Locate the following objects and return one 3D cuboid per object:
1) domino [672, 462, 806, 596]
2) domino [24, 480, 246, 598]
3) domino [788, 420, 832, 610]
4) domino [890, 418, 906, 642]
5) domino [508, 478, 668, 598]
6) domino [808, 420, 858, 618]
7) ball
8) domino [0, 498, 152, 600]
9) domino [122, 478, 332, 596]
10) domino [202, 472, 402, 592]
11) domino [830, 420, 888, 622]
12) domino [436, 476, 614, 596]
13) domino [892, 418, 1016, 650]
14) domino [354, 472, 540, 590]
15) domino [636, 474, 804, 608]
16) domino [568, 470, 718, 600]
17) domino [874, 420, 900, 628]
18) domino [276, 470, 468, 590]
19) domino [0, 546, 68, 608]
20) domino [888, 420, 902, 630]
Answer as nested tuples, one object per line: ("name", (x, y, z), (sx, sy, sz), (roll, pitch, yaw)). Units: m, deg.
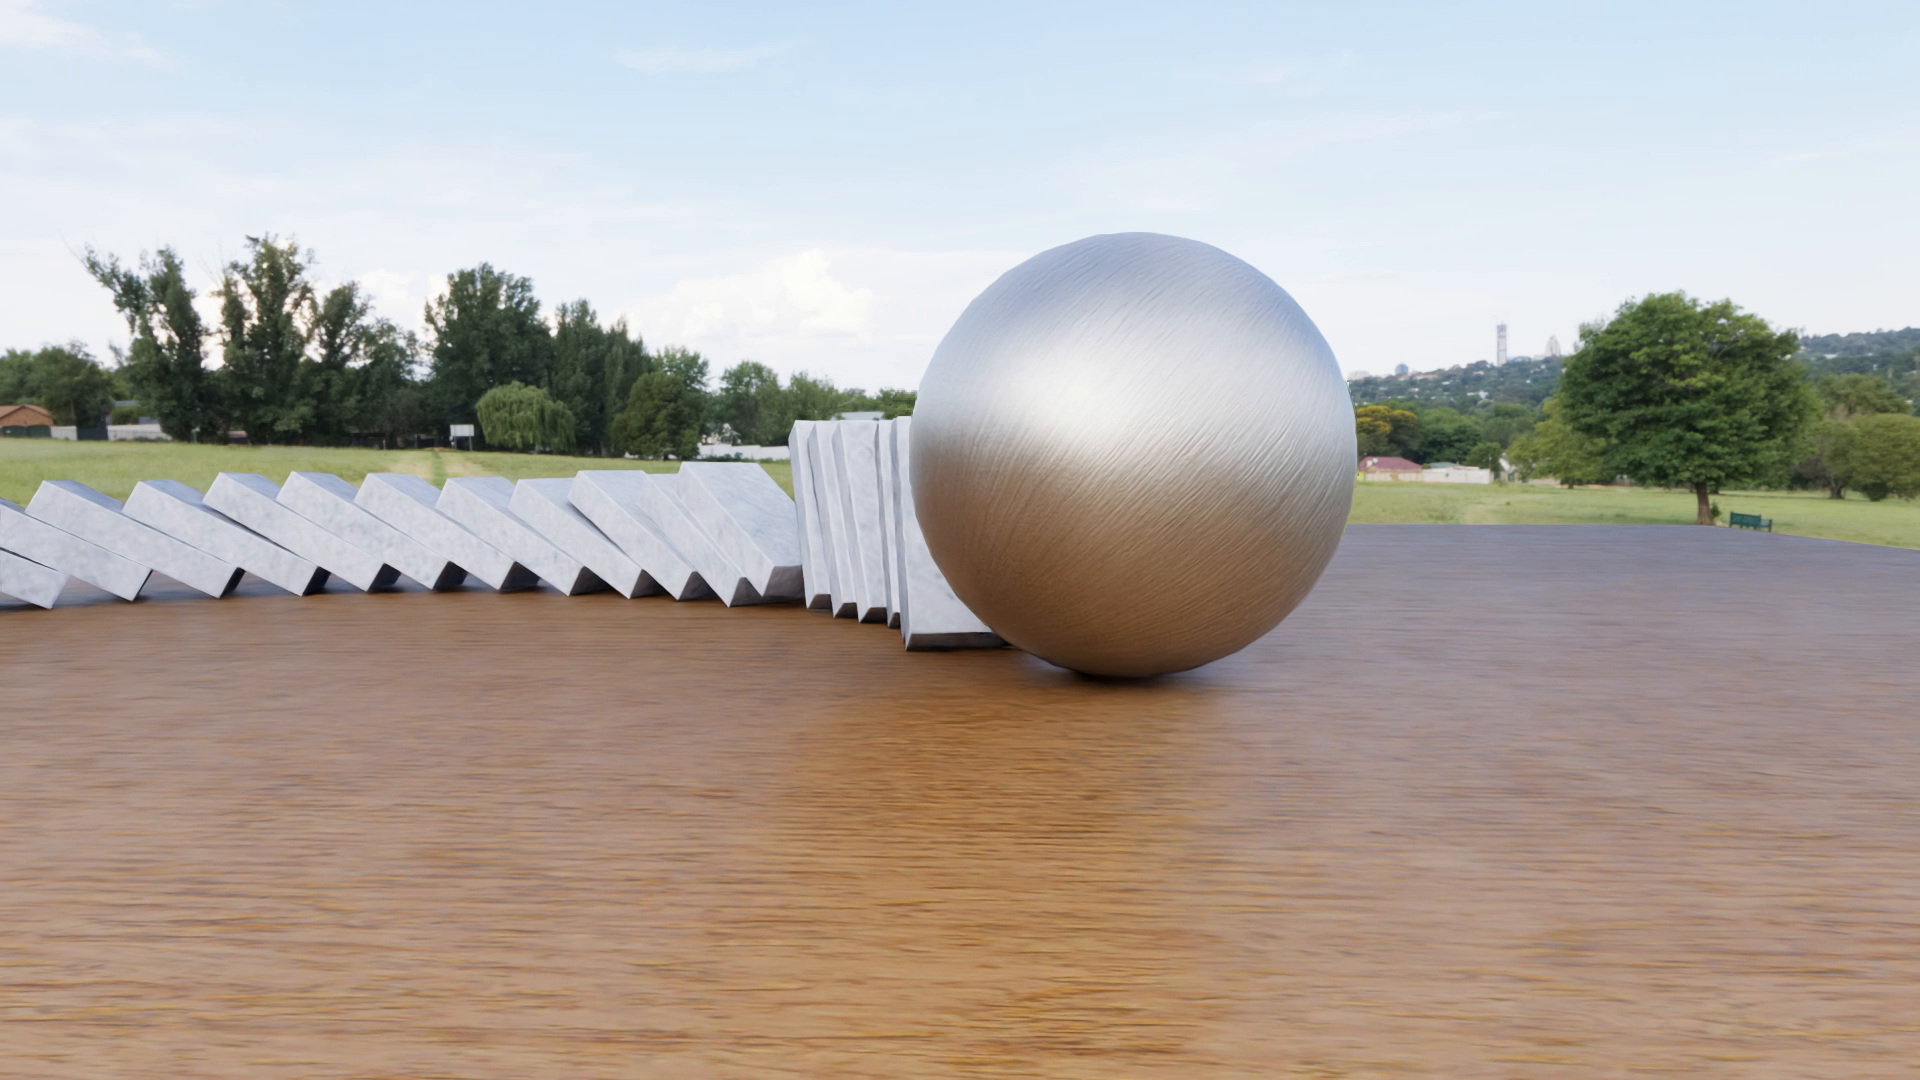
("domino", (-0.054, -0.004, 0.348), (0.025, 0.010, 0.050), (-2, 36, -44))
("domino", (-0.226, 0.000, 0.355), (0.050, 0.010, 0.025), (29, -7, -19))
("domino", (-0.029, -0.007, 0.335), (0.025, 0.050, 0.010), (0, -27, -21))
("domino", (-0.001, -0.003, 0.284), (0.025, 0.050, 0.010), (0, -25, -9))
("domino", (-0.103, -0.001, 0.371), (0.050, 0.009, 0.025), (33, 17, 20))
("domino", (-0.022, -0.006, 0.325), (0.025, 0.050, 0.009), (-2, -24, -21))
("ball", (0.030, -0.015, 0.233), (0.080, 0.080, 0.080), (0, 4, 0))
("domino", (-0.243, 0.000, 0.342), (0.050, 0.010, 0.025), (31, -13, -27))
("domino", (-0.206, -0.001, 0.365), (0.050, 0.009, 0.025), (29, -3, -13))
("domino", (-0.188, -0.003, 0.371), (0.050, 0.010, 0.025), (31, -2, -7))
("domino", (-0.015, -0.005, 0.316), (0.025, 0.050, 0.009), (-2, -24, -21))
("domino", (-0.125, -0.002, 0.376), (0.050, 0.010, 0.025), (31, 12, 13))
("domino", (0.000, -0.002, 0.273), (0.025, 0.050, 0.010), (-1, -25, -9))
("domino", (-0.148, -0.003, 0.377), (0.050, 0.010, 0.025), (30, 4, 5))
("domino", (-0.065, -0.001, 0.355), (0.025, 0.010, 0.050), (-4, 37, -46))
("domino", (-0.085, -0.002, 0.364), (0.050, 0.010, 0.025), (38, 20, 24))
("domino", (-0.006, -0.005, 0.306), (0.025, 0.050, 0.010), (-1, -25, -11))
("domino", (-0.169, -0.003, 0.375), (0.050, 0.010, 0.025), (30, 0, -3))
("domino", (-0.257, 0.002, 0.326), (0.050, 0.010, 0.025), (31, -16, -36))
("domino", (-0.002, -0.004, 0.295), (0.025, 0.050, 0.010), (-1, -25, -9))
